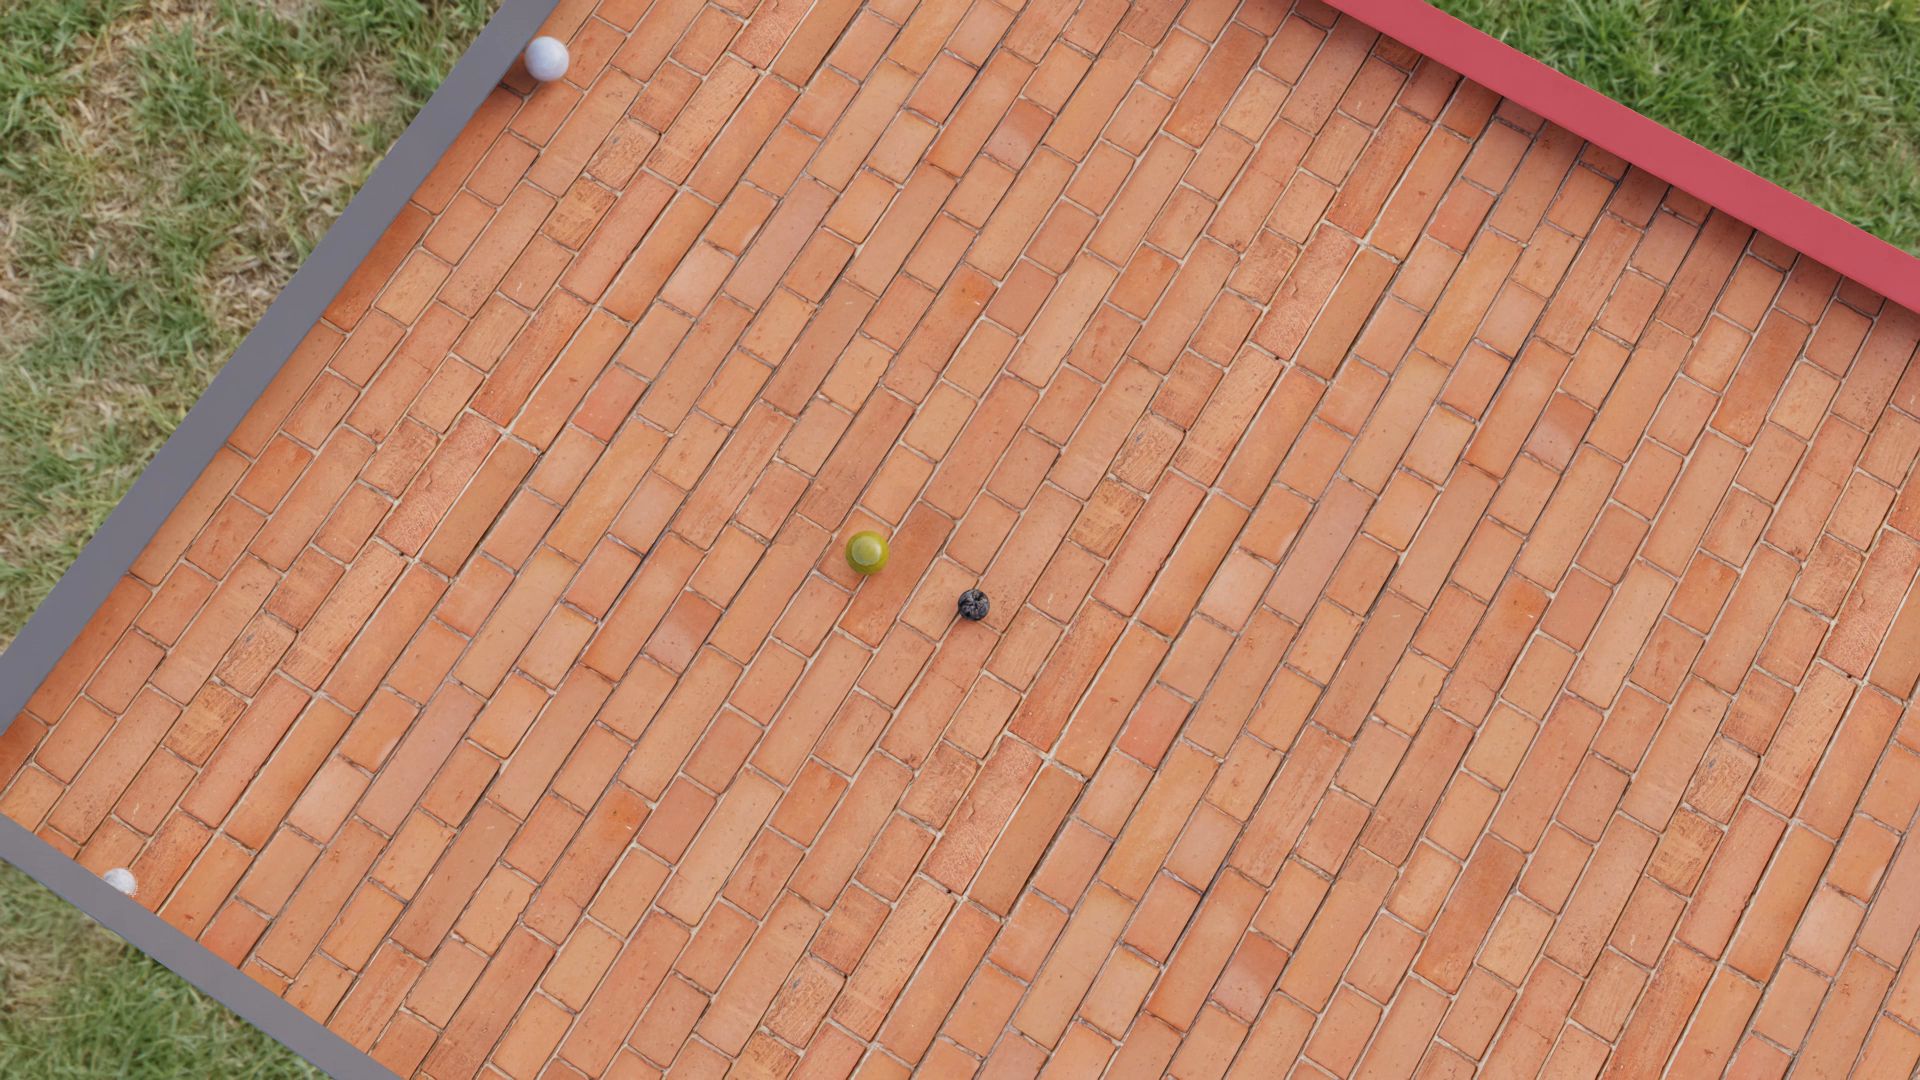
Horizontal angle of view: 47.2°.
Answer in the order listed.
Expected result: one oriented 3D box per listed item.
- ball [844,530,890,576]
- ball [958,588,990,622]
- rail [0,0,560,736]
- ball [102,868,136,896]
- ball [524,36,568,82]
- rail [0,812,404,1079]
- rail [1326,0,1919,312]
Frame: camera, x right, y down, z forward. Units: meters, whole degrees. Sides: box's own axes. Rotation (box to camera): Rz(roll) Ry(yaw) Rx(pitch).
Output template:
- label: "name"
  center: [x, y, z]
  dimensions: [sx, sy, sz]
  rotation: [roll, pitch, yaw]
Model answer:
- label: "ball"
  center: [-0.143, 0.020, 3.385]
  dimensions: [0.069, 0.069, 0.069]
  rotation: [0, 73, 0]
- label: "ball"
  center: [0.021, 0.100, 3.370]
  dimensions: [0.049, 0.049, 0.049]
  rotation: [0, 73, 0]
- label: "rail"
  center: [-0.914, -0.545, 3.533]
  dimensions: [0.045, 0.124, 2.303]
  rotation: [30, 75, 9]
- label: "ball"
  center: [-1.241, 0.508, 3.242]
  dimensions: [0.048, 0.048, 0.048]
  rotation: [0, 73, 0]
- label: "ball"
  center: [-0.684, -0.795, 3.639]
  dimensions: [0.074, 0.074, 0.074]
  rotation: [0, 73, 0]
- label: "rail"
  center: [0.343, 1.454, 2.903]
  dimensions: [4.384, 0.124, 0.045]
  rotation: [30, 75, 9]
- label: "rail"
  center: [1.524, -0.379, 3.480]
  dimensions: [4.384, 0.124, 0.045]
  rotation: [30, 75, 9]
